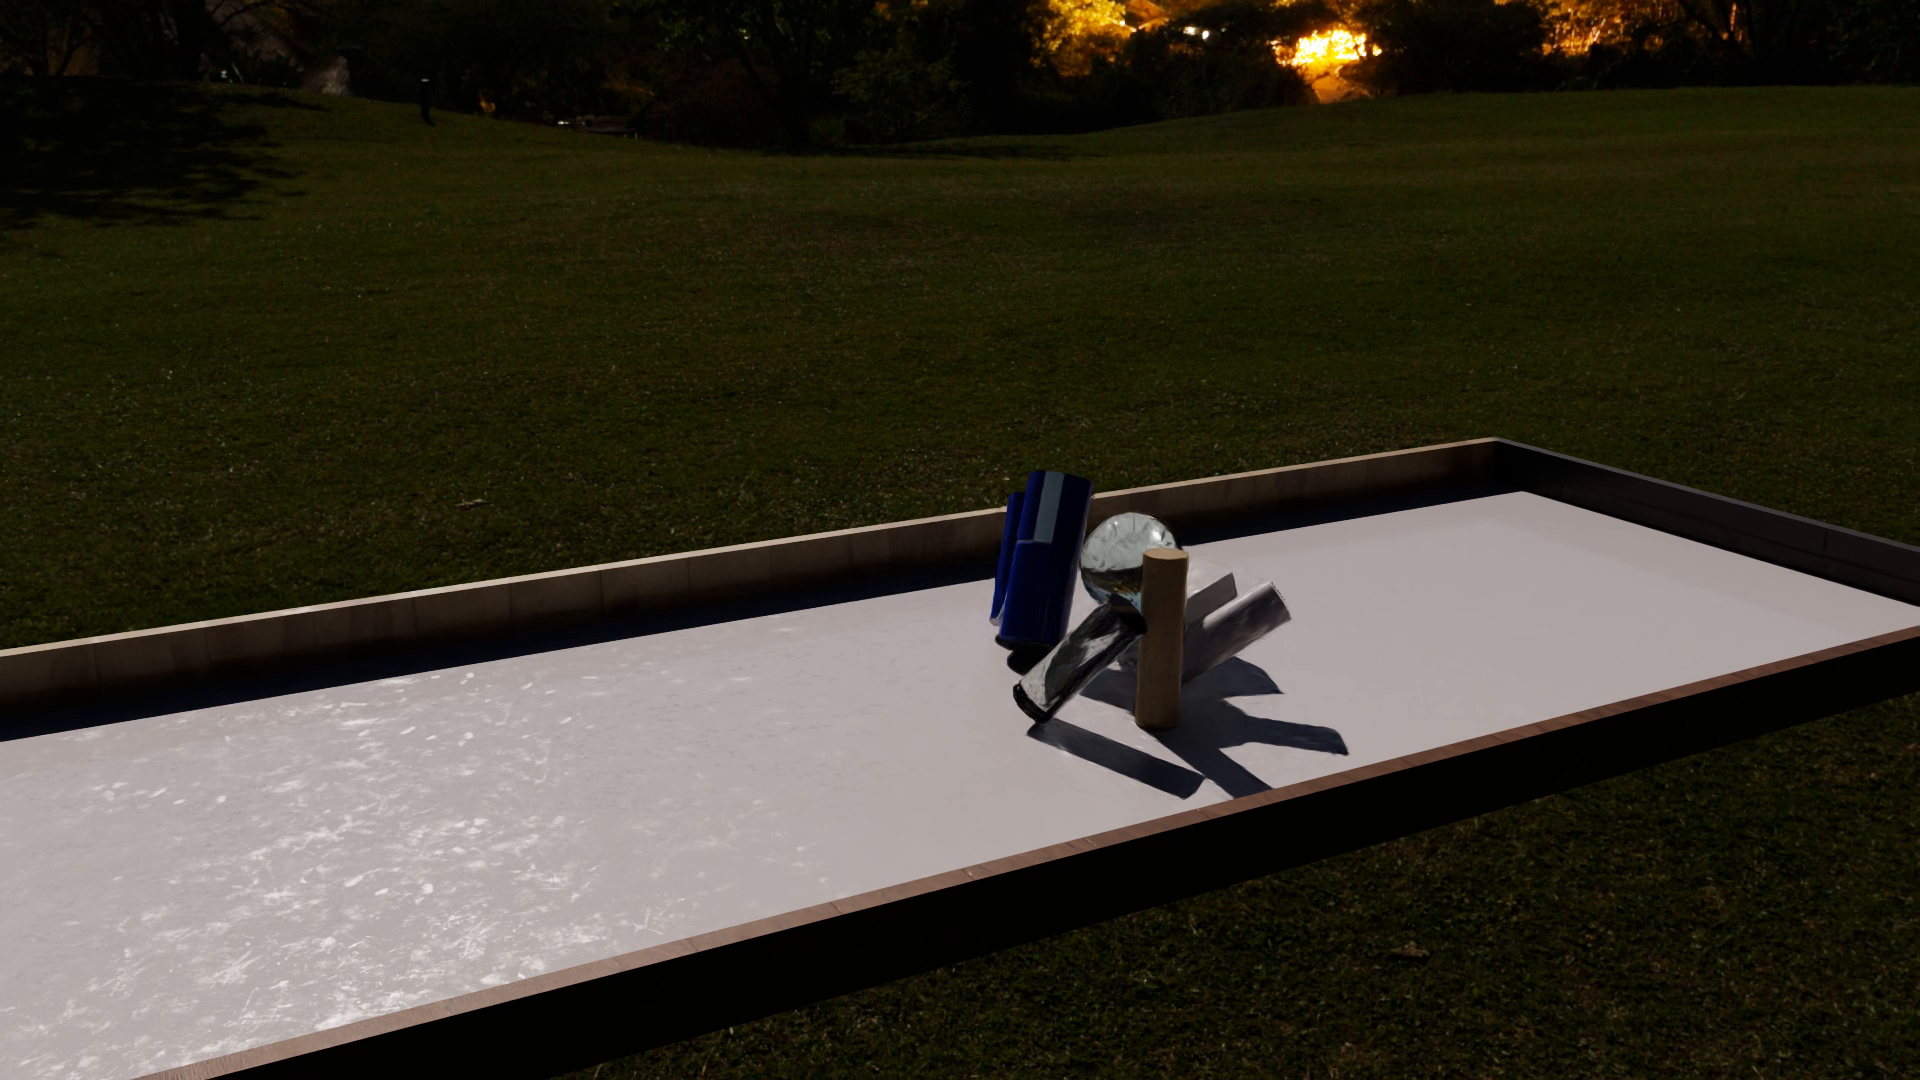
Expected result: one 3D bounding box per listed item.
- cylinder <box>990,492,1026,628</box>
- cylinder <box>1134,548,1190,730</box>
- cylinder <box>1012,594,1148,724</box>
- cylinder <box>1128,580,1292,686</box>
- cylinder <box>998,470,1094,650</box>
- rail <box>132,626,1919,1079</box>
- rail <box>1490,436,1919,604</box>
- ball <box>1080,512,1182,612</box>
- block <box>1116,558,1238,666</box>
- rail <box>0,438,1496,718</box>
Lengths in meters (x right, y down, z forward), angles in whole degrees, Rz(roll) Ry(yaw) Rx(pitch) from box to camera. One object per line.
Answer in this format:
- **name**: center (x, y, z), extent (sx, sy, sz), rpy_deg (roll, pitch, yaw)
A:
- **cylinder**: center (0.168, 0.058, 4.510), extent (0.122, 0.360, 0.122), rpy_deg (9, -17, 3)
- **cylinder**: center (0.469, 0.230, 3.836), extent (0.104, 0.411, 0.104), rpy_deg (1, 14, 0)
- **cylinder**: center (0.276, 0.277, 3.830), extent (0.116, 0.339, 0.116), rpy_deg (35, 27, -20)
- **cylinder**: center (0.600, 0.246, 3.972), extent (0.389, 0.114, 0.114), rpy_deg (-32, 18, 1)
- **cylinder**: center (0.227, 0.054, 4.332), extent (0.175, 0.441, 0.175), rpy_deg (11, -9, 2)
- **rail**: center (-2.336, 1.006, 1.665), extent (12.000, 0.150, 0.050), rpy_deg (-9, 18, -27)
- **rail**: center (2.466, -0.048, 5.253), extent (0.050, 0.150, 2.100), rpy_deg (-9, 18, -27)
- **ball**: center (0.432, 0.062, 4.139), extent (0.264, 0.264, 0.264), rpy_deg (0, 16, 0)
- **block**: center (0.553, 0.197, 4.266), extent (0.318, 0.143, 0.143), rpy_deg (-29, 27, -23)
- **rail**: center (-3.305, 0.497, 3.399), extent (12.000, 0.150, 0.050), rpy_deg (-9, 18, -27)
